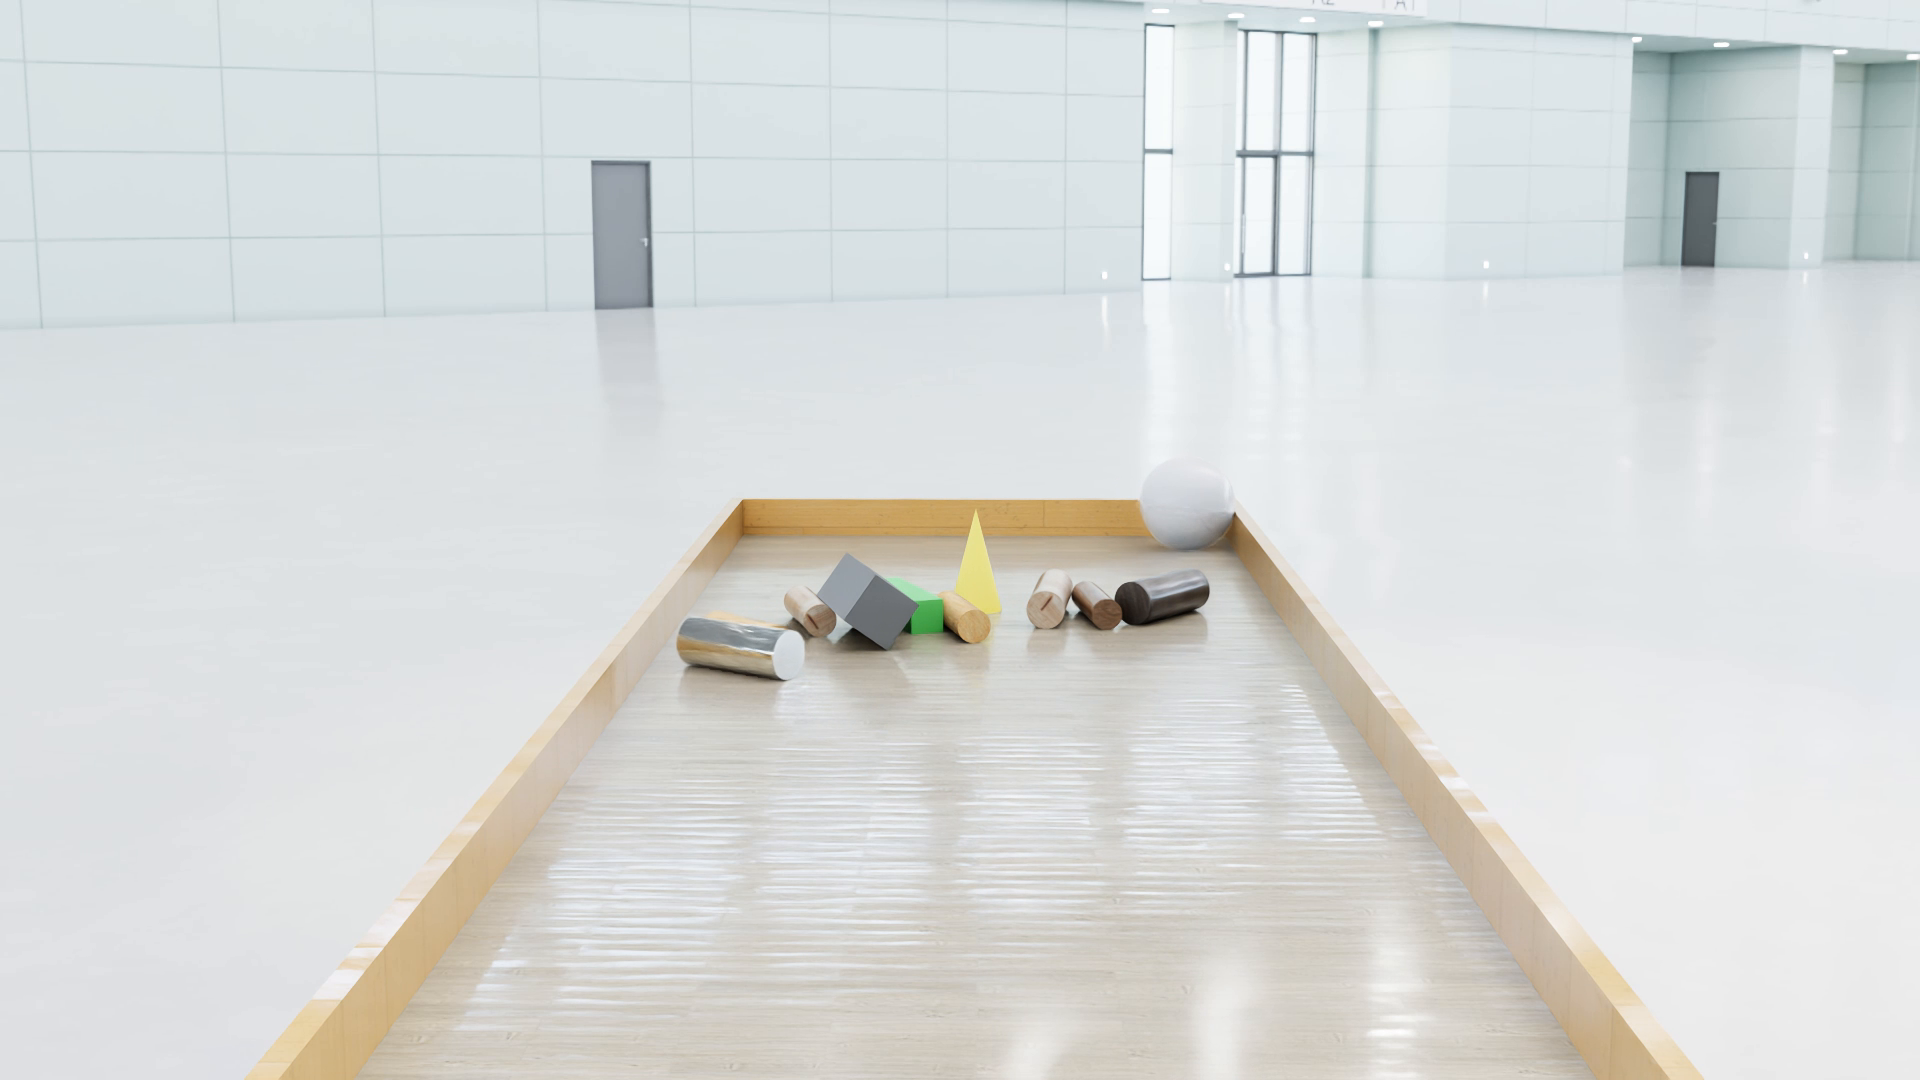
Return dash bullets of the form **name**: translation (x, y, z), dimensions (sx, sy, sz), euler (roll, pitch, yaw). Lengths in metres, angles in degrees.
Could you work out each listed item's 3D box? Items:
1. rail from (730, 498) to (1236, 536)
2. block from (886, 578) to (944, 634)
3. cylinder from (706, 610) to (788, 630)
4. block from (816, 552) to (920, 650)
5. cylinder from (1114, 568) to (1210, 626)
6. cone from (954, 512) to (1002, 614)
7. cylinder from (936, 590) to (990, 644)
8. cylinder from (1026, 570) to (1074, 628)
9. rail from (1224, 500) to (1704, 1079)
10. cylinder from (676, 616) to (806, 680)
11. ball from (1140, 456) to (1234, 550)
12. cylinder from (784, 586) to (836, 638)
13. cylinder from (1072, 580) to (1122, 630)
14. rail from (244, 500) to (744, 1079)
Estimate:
- **rail**: translation (0.099, -0.098, 9.147), dimensions (2.100, 0.150, 0.050), euler (0, 9, 1)
- **block**: translation (-0.183, 0.216, 7.300), dimensions (0.109, 0.109, 0.440), euler (-3, 10, -20)
- **cylinder**: translation (-0.658, 0.294, 6.795), dimensions (0.111, 0.111, 0.329), euler (-8, 12, -40)
- **block**: translation (-0.299, 0.192, 7.027), dimensions (0.173, 0.173, 0.446), euler (35, -1, -17)
- **cylinder**: translation (0.679, 0.187, 7.369), dimensions (0.144, 0.144, 0.360), euler (7, 12, 38)
- **cone**: translation (0.054, 0.066, 7.487), dimensions (0.180, 0.347, 0.180), euler (0, 9, 0)
- **cylinder**: translation (0.002, 0.246, 7.111), dimensions (0.108, 0.108, 0.350), euler (-2, 9, -14)
- **cylinder**: translation (0.303, 0.195, 7.377), dimensions (0.125, 0.125, 0.425), euler (1, 9, 7)
- **rail**: translation (1.046, 0.843, 3.208), dimensions (0.050, 0.150, 12.000), euler (0, 9, 1)
- **cylinder**: translation (-0.651, 0.319, 6.526), dimensions (0.376, 0.147, 0.147), euler (6, 11, 35)
- **ball**: translation (0.902, -0.148, 8.737), dimensions (0.377, 0.377, 0.377), euler (0, 9, 0)
- **cylinder**: translation (-0.493, 0.231, 7.210), dimensions (0.106, 0.106, 0.361), euler (-2, 9, -15)
- **cylinder**: translation (0.454, 0.216, 7.325), dimensions (0.101, 0.101, 0.354), euler (-1, 9, -8)
- **rail**: translation (-1.004, 0.839, 3.234), dimensions (0.050, 0.150, 12.000), euler (0, 9, 1)
